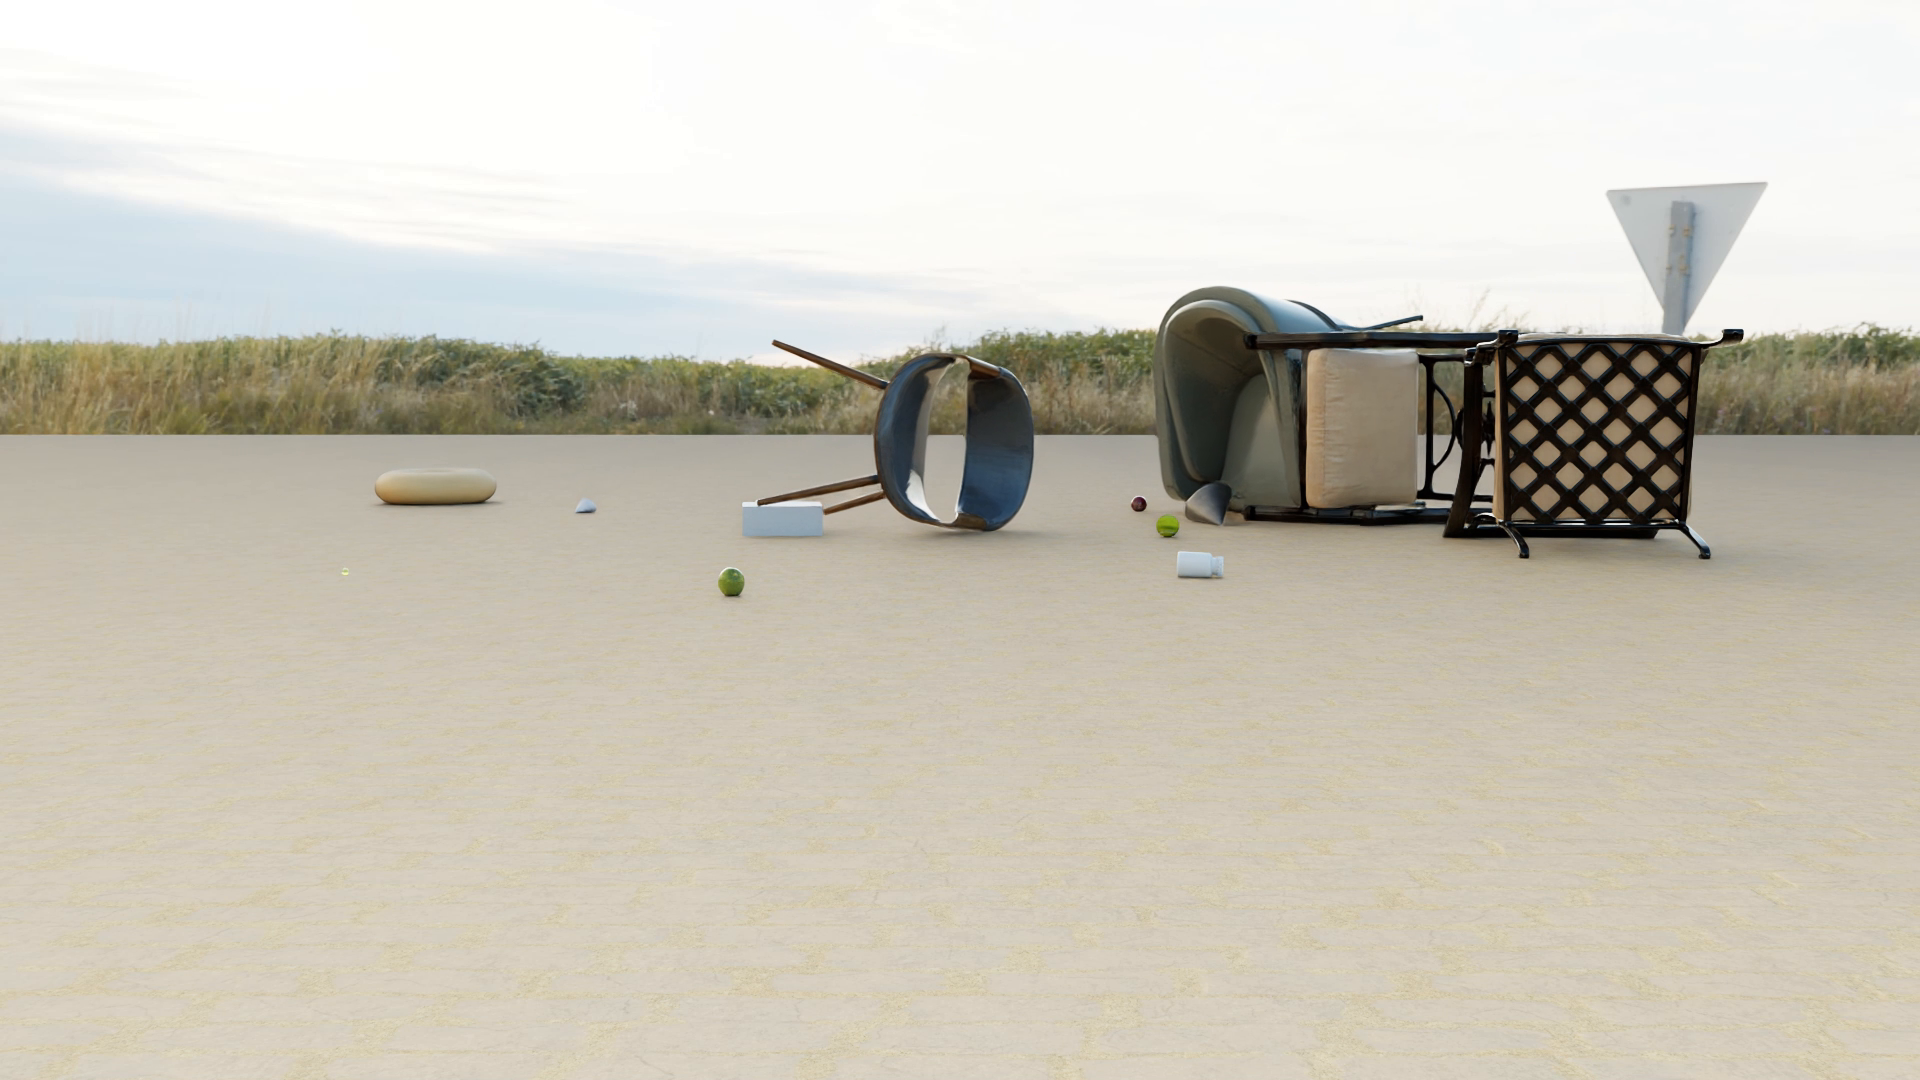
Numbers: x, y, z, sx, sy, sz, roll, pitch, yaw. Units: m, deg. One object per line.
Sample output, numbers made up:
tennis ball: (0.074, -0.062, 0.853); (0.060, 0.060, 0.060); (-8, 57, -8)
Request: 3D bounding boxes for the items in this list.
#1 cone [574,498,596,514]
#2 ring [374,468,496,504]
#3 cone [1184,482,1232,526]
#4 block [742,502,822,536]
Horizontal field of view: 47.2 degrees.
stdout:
cone: (-1.373, -0.111, 7.970); (0.065, 0.058, 0.107); (-33, 27, -35)
ring: (-2.073, -0.212, 8.704); (0.443, 0.129, 0.514); (3, 6, 25)
cone: (0.846, -0.087, 7.312); (0.178, 0.116, 0.218); (-35, 21, 9)
block: (-0.554, -0.067, 6.853); (0.244, 0.091, 0.245); (0, 4, -5)
